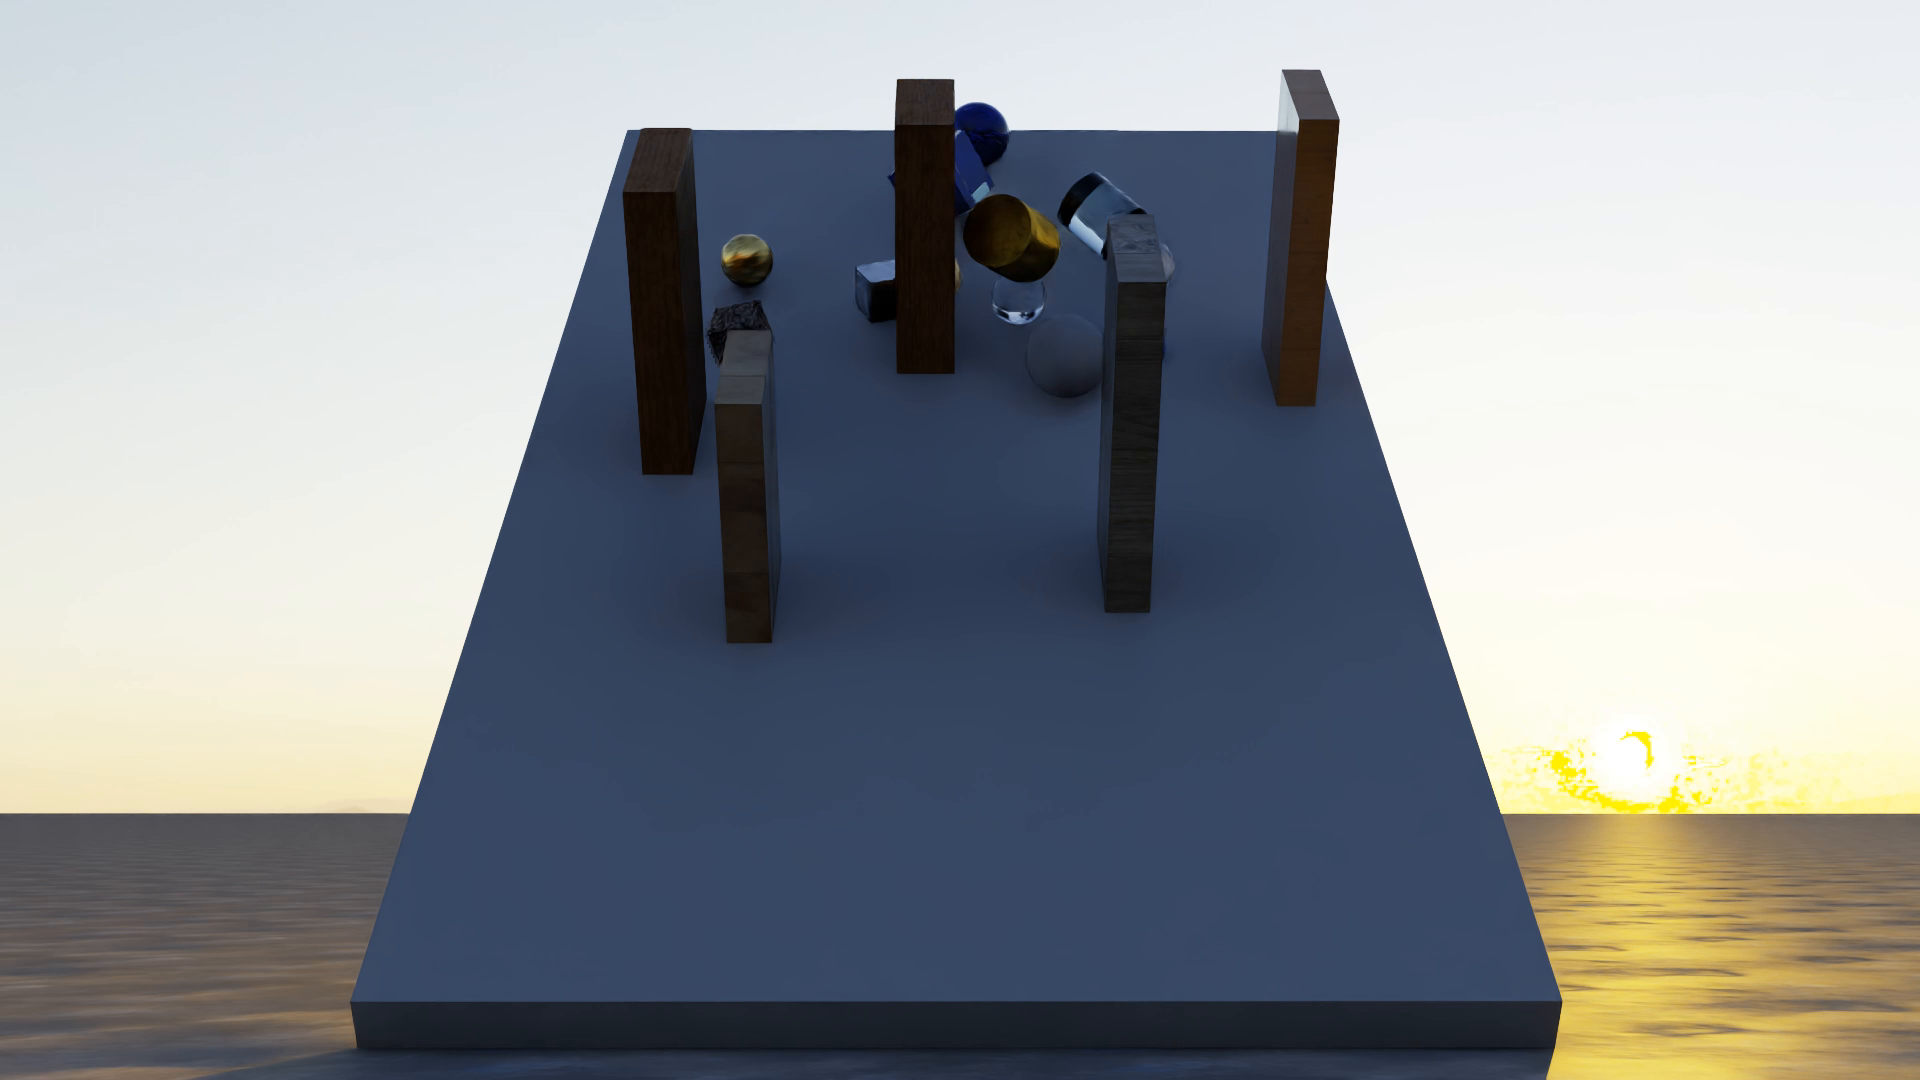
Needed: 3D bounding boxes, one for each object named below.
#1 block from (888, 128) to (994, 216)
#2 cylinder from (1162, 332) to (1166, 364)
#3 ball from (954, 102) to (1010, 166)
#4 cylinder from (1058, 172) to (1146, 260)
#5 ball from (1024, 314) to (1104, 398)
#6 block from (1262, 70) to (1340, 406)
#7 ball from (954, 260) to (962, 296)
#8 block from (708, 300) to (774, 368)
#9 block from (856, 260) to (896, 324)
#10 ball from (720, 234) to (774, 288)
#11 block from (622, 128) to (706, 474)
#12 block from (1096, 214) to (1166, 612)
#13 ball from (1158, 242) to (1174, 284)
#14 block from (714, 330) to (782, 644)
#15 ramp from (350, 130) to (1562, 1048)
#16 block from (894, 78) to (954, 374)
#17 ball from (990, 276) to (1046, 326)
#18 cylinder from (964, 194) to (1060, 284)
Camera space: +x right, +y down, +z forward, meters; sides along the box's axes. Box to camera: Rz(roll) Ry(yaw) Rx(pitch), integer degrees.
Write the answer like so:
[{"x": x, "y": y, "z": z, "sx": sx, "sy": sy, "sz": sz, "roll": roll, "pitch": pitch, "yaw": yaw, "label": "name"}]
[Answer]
[{"x": -0.052, "y": -1.002, "z": 6.751, "sx": 0.181, "sy": 0.181, "sz": 0.181, "roll": -19, "pitch": 20, "yaw": 33, "label": "block"}, {"x": 0.445, "y": -0.489, "z": 6.014, "sx": 0.112, "sy": 0.112, "sz": 0.112, "roll": -4, "pitch": -6, "yaw": -7, "label": "cylinder"}, {"x": 0.050, "y": -1.196, "z": 7.143, "sx": 0.193, "sy": 0.193, "sz": 0.193, "roll": 0, "pitch": -6, "yaw": 0, "label": "ball"}, {"x": 0.387, "y": -0.878, "z": 6.576, "sx": 0.172, "sy": 0.172, "sz": 0.172, "roll": 43, "pitch": 14, "yaw": 24, "label": "cylinder"}, {"x": 0.258, "y": -0.445, "z": 5.852, "sx": 0.203, "sy": 0.203, "sz": 0.203, "roll": 0, "pitch": -6, "yaw": 0, "label": "ball"}, {"x": 0.812, "y": -0.723, "z": 5.810, "sx": 0.093, "sy": 0.729, "sz": 0.337, "roll": 0, "pitch": 30, "yaw": 0, "label": "block"}, {"x": -0.061, "y": -0.685, "z": 6.327, "sx": 0.134, "sy": 0.134, "sz": 0.134, "roll": 0, "pitch": -6, "yaw": 0, "label": "ball"}, {"x": -0.541, "y": -0.502, "z": 5.986, "sx": 0.118, "sy": 0.118, "sz": 0.118, "roll": -10, "pitch": 35, "yaw": 13, "label": "block"}, {"x": -0.197, "y": -0.645, "z": 6.279, "sx": 0.114, "sy": 0.114, "sz": 0.114, "roll": -12, "pitch": 32, "yaw": -20, "label": "block"}, {"x": -0.565, "y": -0.741, "z": 6.414, "sx": 0.141, "sy": 0.141, "sz": 0.141, "roll": 0, "pitch": -6, "yaw": 0, "label": "ball"}, {"x": -0.669, "y": -0.546, "z": 5.535, "sx": 0.114, "sy": 0.692, "sz": 0.387, "roll": 0, "pitch": 30, "yaw": 0, "label": "block"}, {"x": 0.349, "y": -0.256, "z": 4.990, "sx": 0.093, "sy": 0.750, "sz": 0.332, "roll": 0, "pitch": 30, "yaw": 0, "label": "block"}, {"x": 0.498, "y": -0.723, "z": 6.393, "sx": 0.138, "sy": 0.138, "sz": 0.138, "roll": 0, "pitch": -6, "yaw": 0, "label": "ball"}, {"x": -0.428, "y": -0.108, "z": 4.934, "sx": 0.091, "sy": 0.546, "sz": 0.327, "roll": 0, "pitch": 30, "yaw": 0, "label": "block"}, {"x": -0.013, "y": -0.207, "z": 5.743, "sx": 2.000, "sy": 0.100, "sz": 4.000, "roll": 0, "pitch": 30, "yaw": 0, "label": "ramp"}, {"x": -0.085, "y": -0.772, "z": 5.966, "sx": 0.142, "sy": 0.649, "sz": 0.316, "roll": 0, "pitch": 30, "yaw": 0, "label": "block"}, {"x": 0.150, "y": -0.621, "z": 6.212, "sx": 0.143, "sy": 0.143, "sz": 0.143, "roll": 0, "pitch": -6, "yaw": 0, "label": "ball"}, {"x": 0.128, "y": -0.740, "z": 5.956, "sx": 0.182, "sy": 0.182, "sz": 0.182, "roll": -3, "pitch": -8, "yaw": 24, "label": "cylinder"}]
